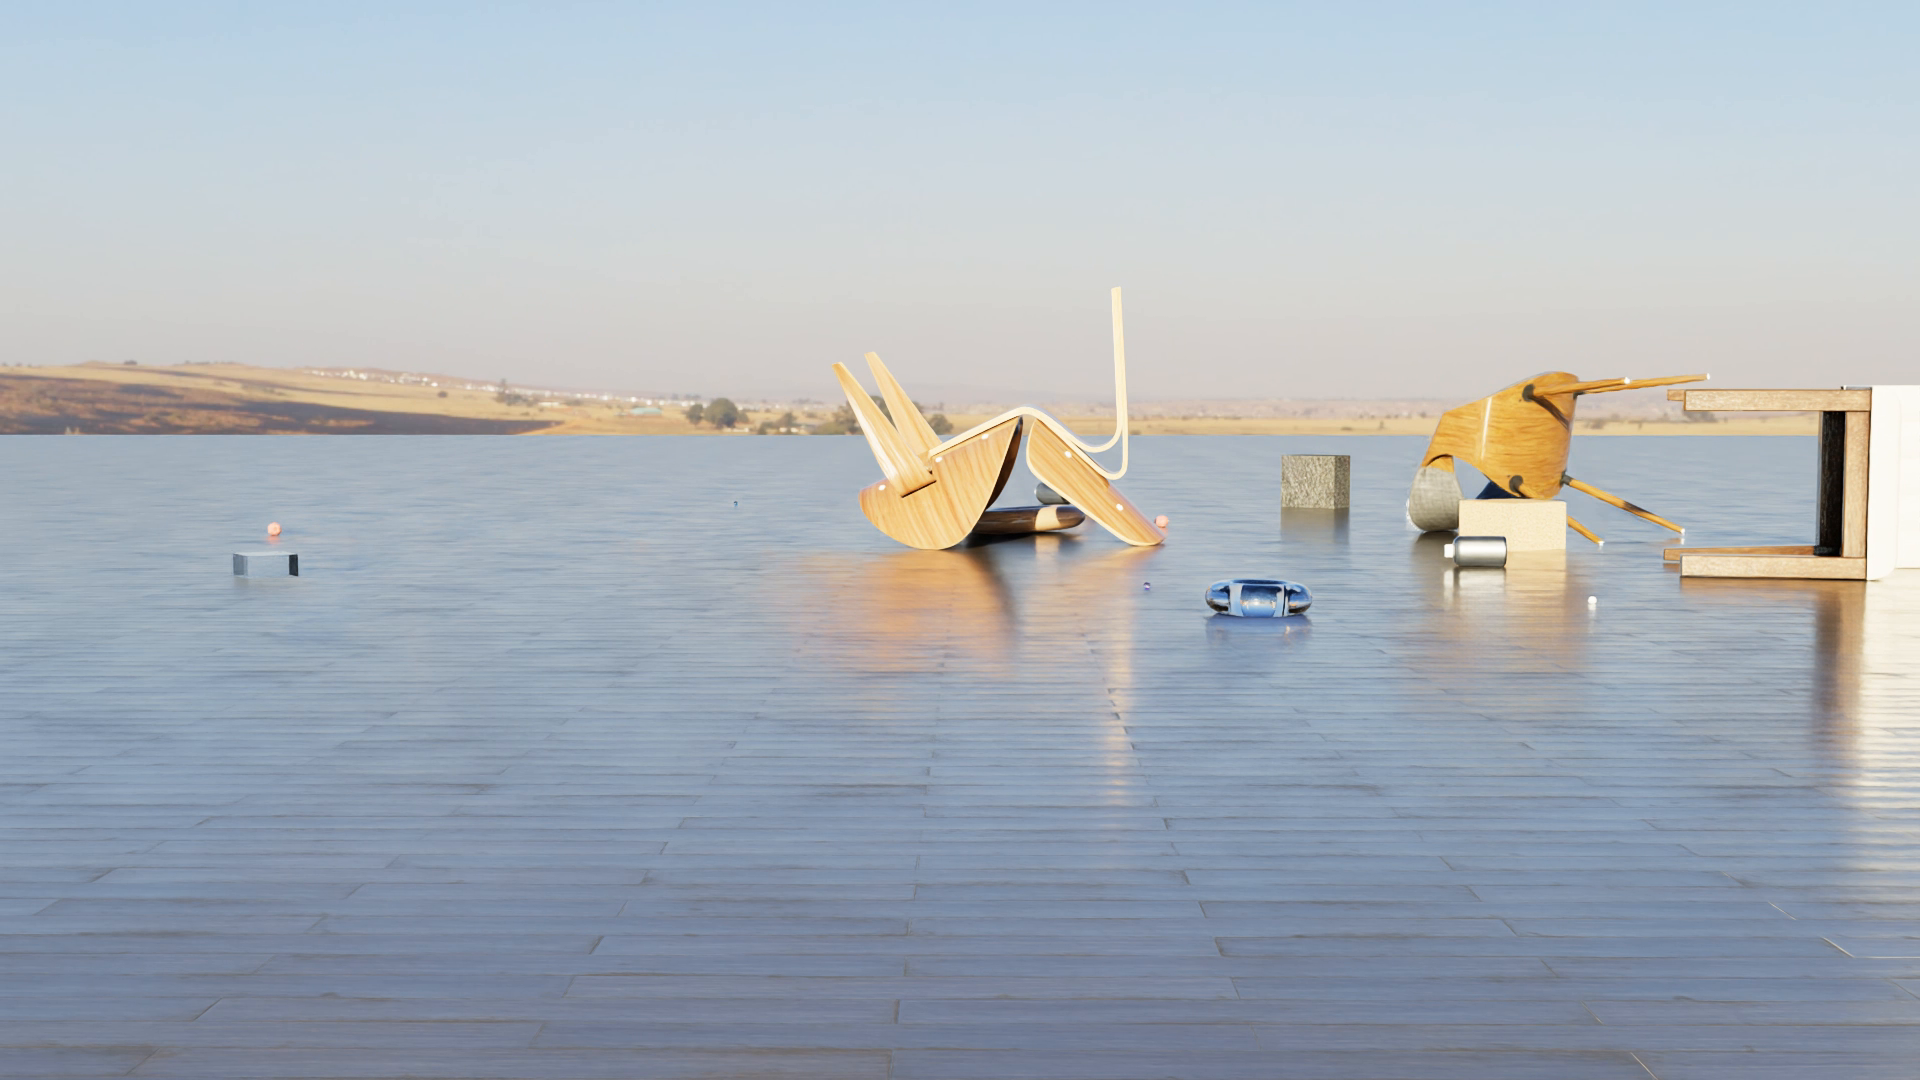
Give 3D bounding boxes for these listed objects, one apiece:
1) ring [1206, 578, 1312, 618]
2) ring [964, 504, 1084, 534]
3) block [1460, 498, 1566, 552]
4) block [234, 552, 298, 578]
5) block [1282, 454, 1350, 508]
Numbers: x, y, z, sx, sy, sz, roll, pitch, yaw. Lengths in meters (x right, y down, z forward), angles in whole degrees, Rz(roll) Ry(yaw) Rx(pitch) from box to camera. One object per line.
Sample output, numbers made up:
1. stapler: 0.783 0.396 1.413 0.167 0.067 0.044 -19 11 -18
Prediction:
1. ring: 0.598 0.115 4.403 0.213 0.064 0.225 2 3 13
2. ring: 0.204 -0.065 6.917 0.386 0.074 0.305 -4 3 -8
3. block: 1.563 -0.044 6.223 0.211 0.132 0.203 -2 5 -32
4. block: -1.668 0.060 5.283 0.120 0.054 0.124 -3 5 -33
5. block: 1.357 -0.225 8.390 0.220 0.197 0.142 3 5 34
